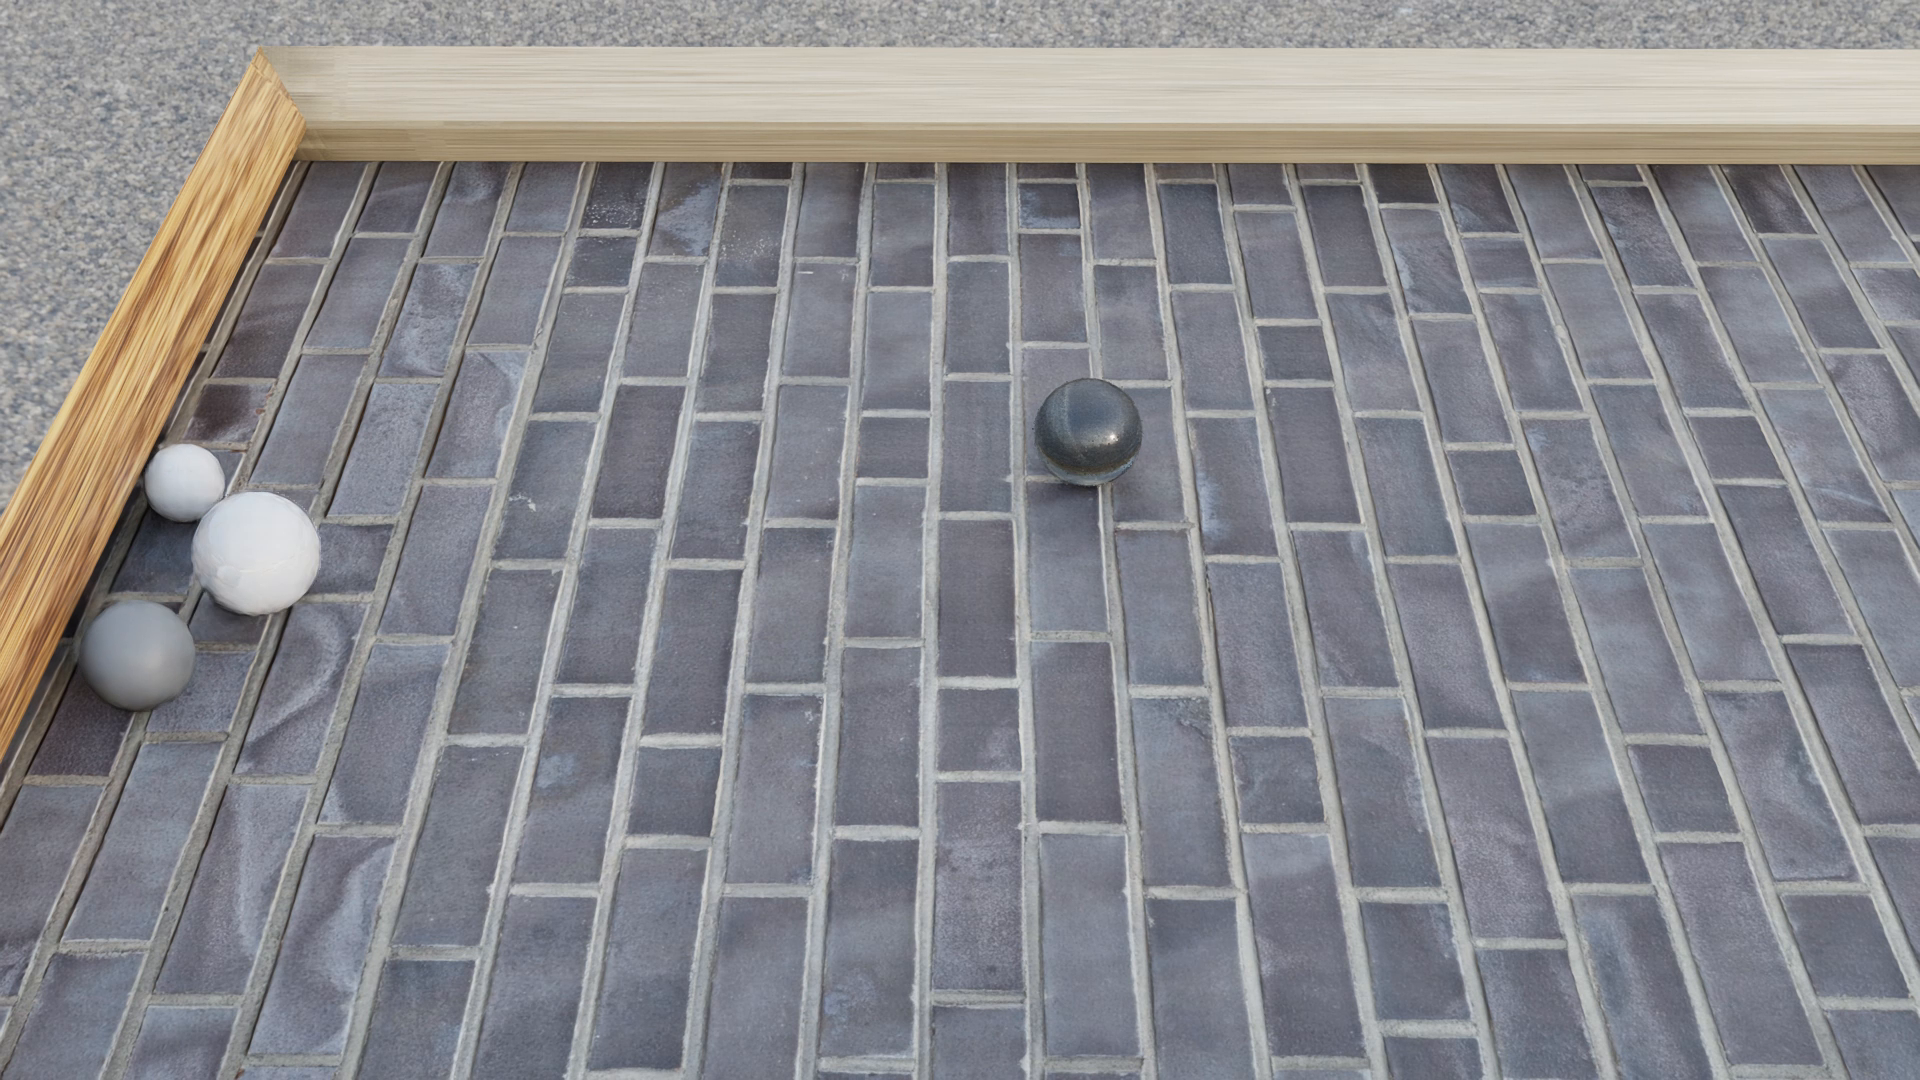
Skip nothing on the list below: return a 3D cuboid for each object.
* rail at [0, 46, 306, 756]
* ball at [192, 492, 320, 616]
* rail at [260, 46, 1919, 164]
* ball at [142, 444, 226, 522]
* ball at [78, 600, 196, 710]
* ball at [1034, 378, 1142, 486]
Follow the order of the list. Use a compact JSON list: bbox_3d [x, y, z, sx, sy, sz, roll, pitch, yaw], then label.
[{"bbox_3d":[-0.628,-0.020,1.848,0.045,0.115,1.356,0,35,0],"label":"rail"},{"bbox_3d":[-0.502,0.010,1.830,0.089,0.089,0.089,0,35,0],"label":"ball"},{"bbox_3d":[0.656,-0.392,2.378,2.608,0.115,0.045,0,35,0],"label":"rail"},{"bbox_3d":[-0.584,-0.043,1.931,0.060,0.060,0.060,0,35,0],"label":"ball"},{"bbox_3d":[-0.559,0.078,1.745,0.075,0.075,0.075,0,35,0],"label":"ball"},{"bbox_3d":[0.098,-0.082,1.966,0.083,0.083,0.083,0,35,0],"label":"ball"}]
